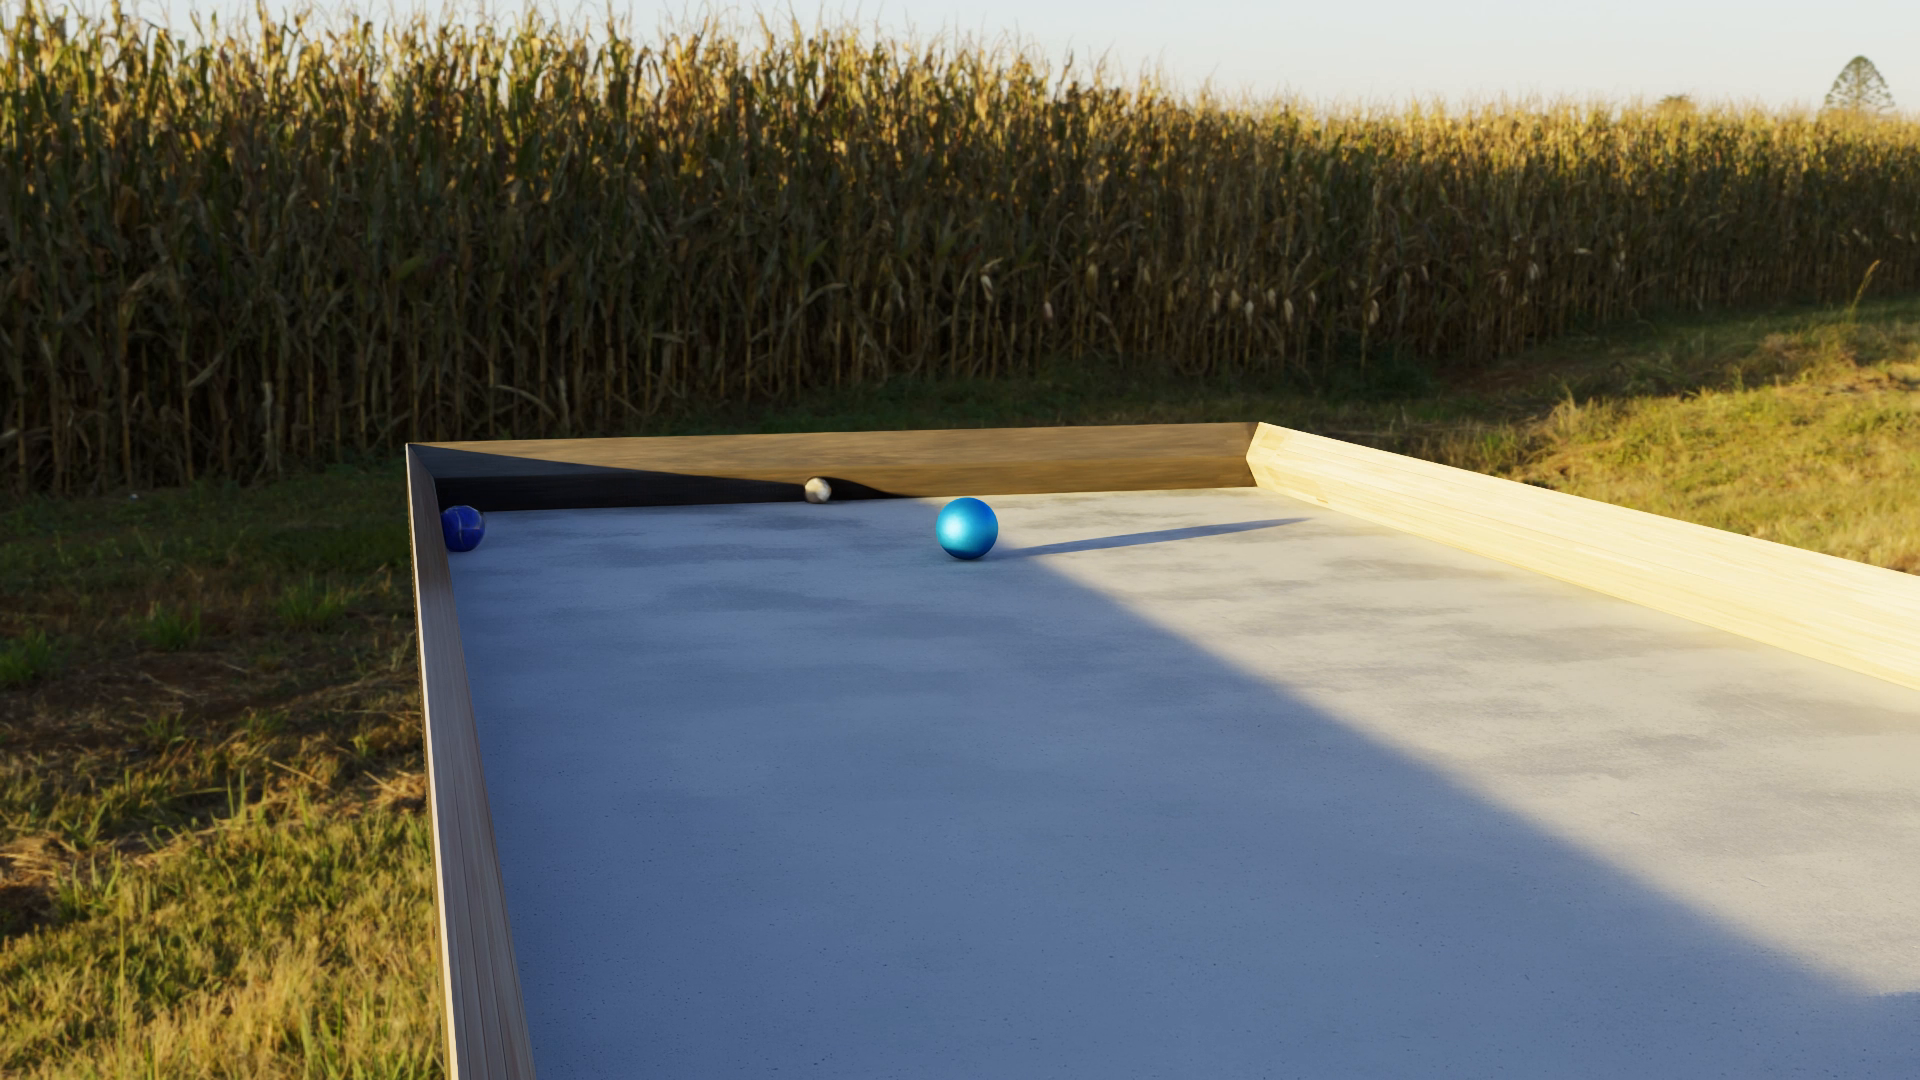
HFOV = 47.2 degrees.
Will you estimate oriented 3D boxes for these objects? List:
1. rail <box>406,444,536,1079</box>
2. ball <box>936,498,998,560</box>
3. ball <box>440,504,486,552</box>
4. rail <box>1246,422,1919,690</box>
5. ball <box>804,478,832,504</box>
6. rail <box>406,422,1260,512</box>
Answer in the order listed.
[{"bbox_3d":[-0.566,0.113,2.396,0.045,0.126,3.195,-2,9,-14],"label":"rail"},{"bbox_3d":[0.011,-0.018,3.399,0.097,0.097,0.097,0,8,0],"label":"ball"},{"bbox_3d":[-0.788,-0.018,3.475,0.075,0.075,0.075,0,8,0],"label":"ball"},{"bbox_3d":[0.963,0.056,2.785,0.045,0.126,3.195,-2,9,-14],"label":"rail"},{"bbox_3d":[-0.262,-0.090,4.059,0.049,0.049,0.049,0,8,0],"label":"ball"},{"bbox_3d":[-0.193,-0.136,4.099,1.626,0.126,0.045,-2,9,-14],"label":"rail"}]
